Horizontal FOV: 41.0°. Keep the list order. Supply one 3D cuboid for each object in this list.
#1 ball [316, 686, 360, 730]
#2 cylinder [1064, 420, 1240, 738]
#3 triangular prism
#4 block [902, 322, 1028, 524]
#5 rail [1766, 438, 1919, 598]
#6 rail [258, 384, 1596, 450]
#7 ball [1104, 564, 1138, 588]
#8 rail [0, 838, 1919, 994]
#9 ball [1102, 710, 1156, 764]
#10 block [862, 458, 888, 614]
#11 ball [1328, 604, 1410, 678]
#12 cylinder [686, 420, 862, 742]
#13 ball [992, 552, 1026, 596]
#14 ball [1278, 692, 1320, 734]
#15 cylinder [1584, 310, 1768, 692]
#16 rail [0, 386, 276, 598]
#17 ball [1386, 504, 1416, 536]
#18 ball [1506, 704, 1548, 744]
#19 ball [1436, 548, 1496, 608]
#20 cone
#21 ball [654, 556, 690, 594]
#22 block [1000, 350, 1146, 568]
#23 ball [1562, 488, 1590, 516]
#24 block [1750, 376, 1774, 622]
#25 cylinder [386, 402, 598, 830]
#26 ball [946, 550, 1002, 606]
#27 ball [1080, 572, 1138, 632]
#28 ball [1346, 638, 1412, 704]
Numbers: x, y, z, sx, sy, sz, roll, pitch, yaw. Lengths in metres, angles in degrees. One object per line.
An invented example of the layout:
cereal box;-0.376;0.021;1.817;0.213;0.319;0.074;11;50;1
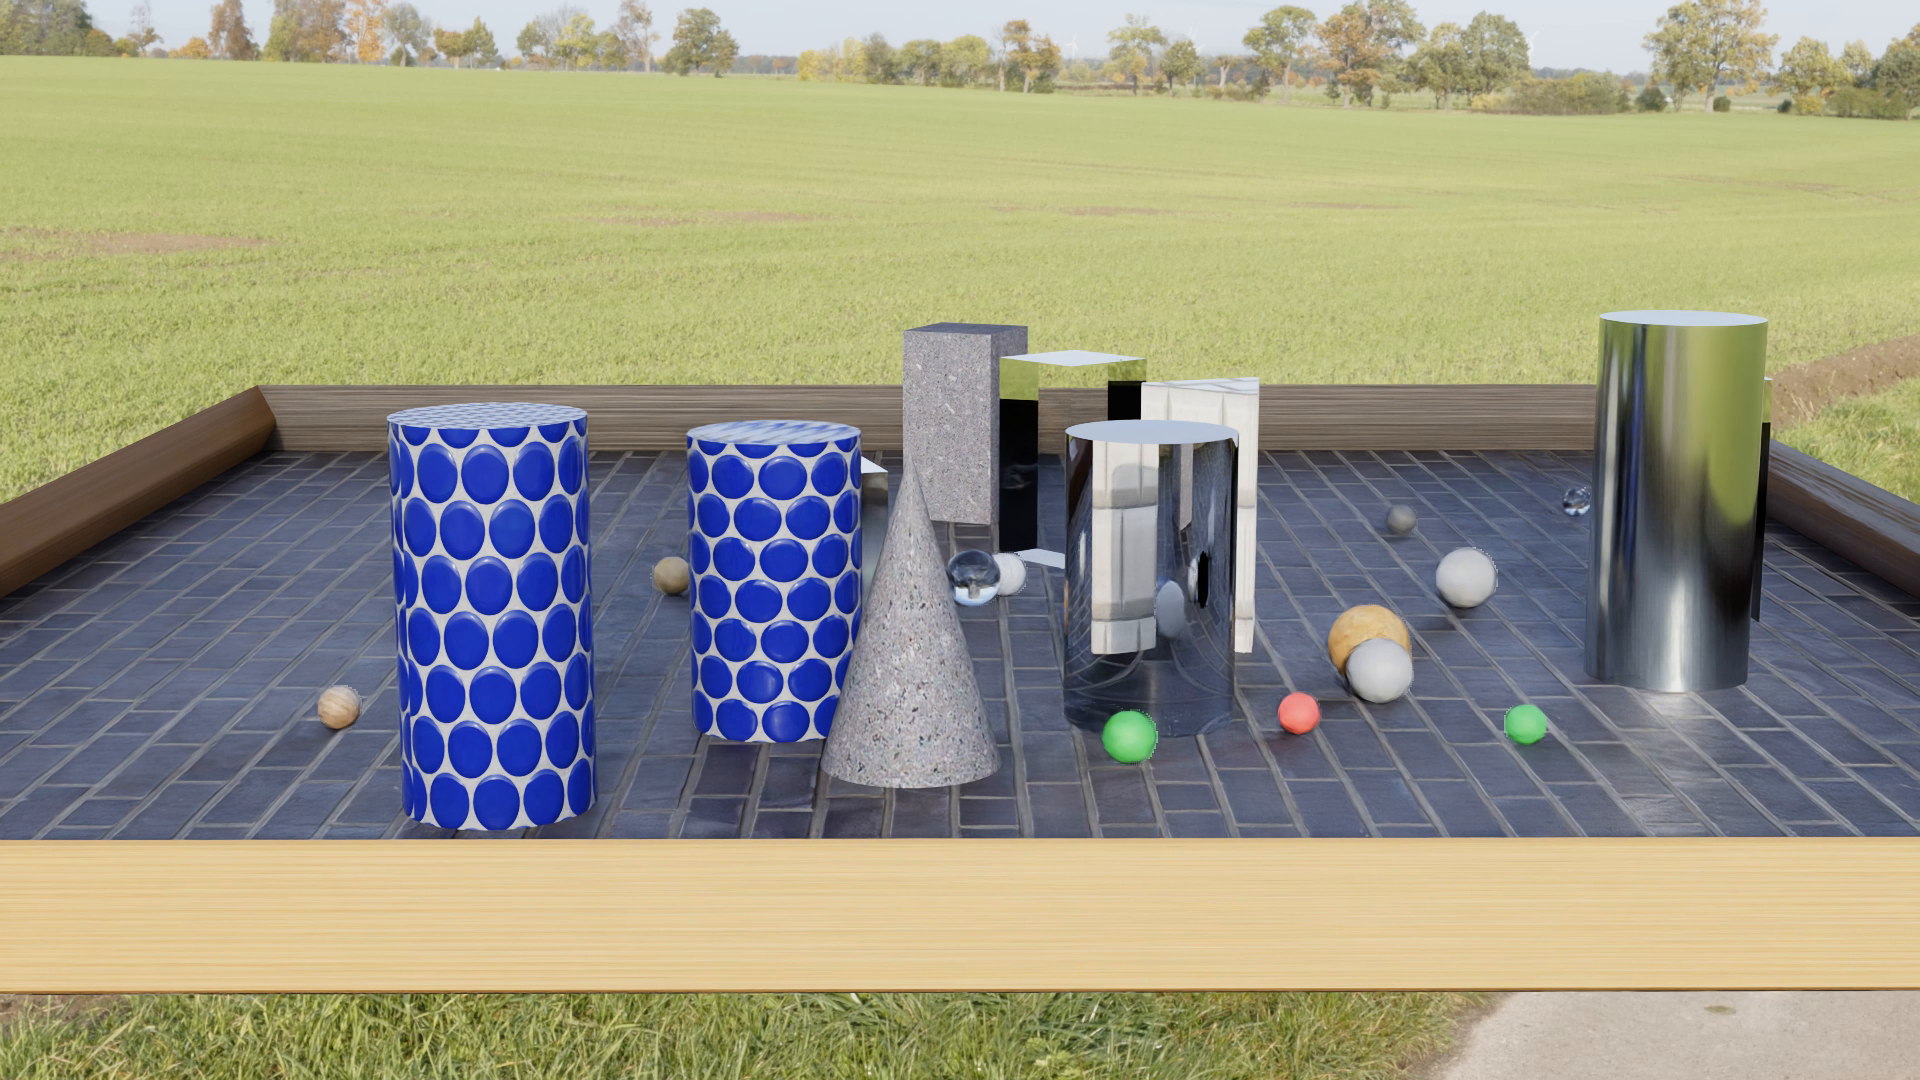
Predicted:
ball;-0.687;0.186;2.839;0.047;0.047;0.047;0;11;0
cylinder;0.212;0.040;2.867;0.192;0.325;0.192;0;11;0
triangular prism;0.339;-0.039;3.287;0.166;0.326;0.144;8;13;37
block;0.009;-0.193;4.171;0.153;0.304;0.153;5;12;24
rail;1.300;0.031;3.457;0.045;0.125;2.900;0;11;0
rail;-0.008;-0.229;4.851;2.647;0.125;0.045;0;11;0
ball;0.213;0.069;3.397;0.073;0.073;0.073;0;11;0
rail;0.008;0.293;2.047;2.647;0.125;0.045;0;11;0
ball;0.178;0.207;2.701;0.056;0.056;0.056;0;11;0
block;-0.181;0.031;3.128;0.153;0.247;0.153;-3;11;-16
ball;0.484;0.124;3.040;0.096;0.096;0.096;0;11;0
cylinder;-0.204;0.042;2.850;0.192;0.327;0.192;0;11;0
ball;0.061;0.047;3.551;0.060;0.060;0.060;0;11;0
ball;0.372;0.191;2.819;0.045;0.045;0.045;0;11;0
cylinder;0.852;-0.051;3.064;0.192;0.430;0.192;0;11;0
rail;-1.300;0.033;3.442;0.045;0.125;2.900;0;11;0
ball;0.689;-0.032;4.007;0.048;0.048;0.048;0;11;0
ball;0.612;0.200;2.775;0.044;0.044;0.044;0;11;0
ball;0.684;0.052;3.469;0.081;0.081;0.081;0;11;0
cone;-0.052;0.070;2.674;0.192;0.335;0.192;0;11;0
ball;-0.399;0.049;3.557;0.054;0.054;0.054;0;11;0
block;0.167;-0.123;3.814;0.153;0.297;0.153;-9;14;-40
ball;1.004;-0.062;4.178;0.046;0.046;0.046;0;11;0
block;0.975;-0.063;3.427;0.153;0.322;0.153;0;11;-2
cylinder;-0.458;0.070;2.526;0.192;0.389;0.192;0;11;0
ball;0.017;0.051;3.479;0.078;0.078;0.078;0;11;0
ball;0.195;0.080;3.324;0.079;0.079;0.079;0;11;0
ball;0.483;0.150;2.955;0.076;0.076;0.076;0;11;0
